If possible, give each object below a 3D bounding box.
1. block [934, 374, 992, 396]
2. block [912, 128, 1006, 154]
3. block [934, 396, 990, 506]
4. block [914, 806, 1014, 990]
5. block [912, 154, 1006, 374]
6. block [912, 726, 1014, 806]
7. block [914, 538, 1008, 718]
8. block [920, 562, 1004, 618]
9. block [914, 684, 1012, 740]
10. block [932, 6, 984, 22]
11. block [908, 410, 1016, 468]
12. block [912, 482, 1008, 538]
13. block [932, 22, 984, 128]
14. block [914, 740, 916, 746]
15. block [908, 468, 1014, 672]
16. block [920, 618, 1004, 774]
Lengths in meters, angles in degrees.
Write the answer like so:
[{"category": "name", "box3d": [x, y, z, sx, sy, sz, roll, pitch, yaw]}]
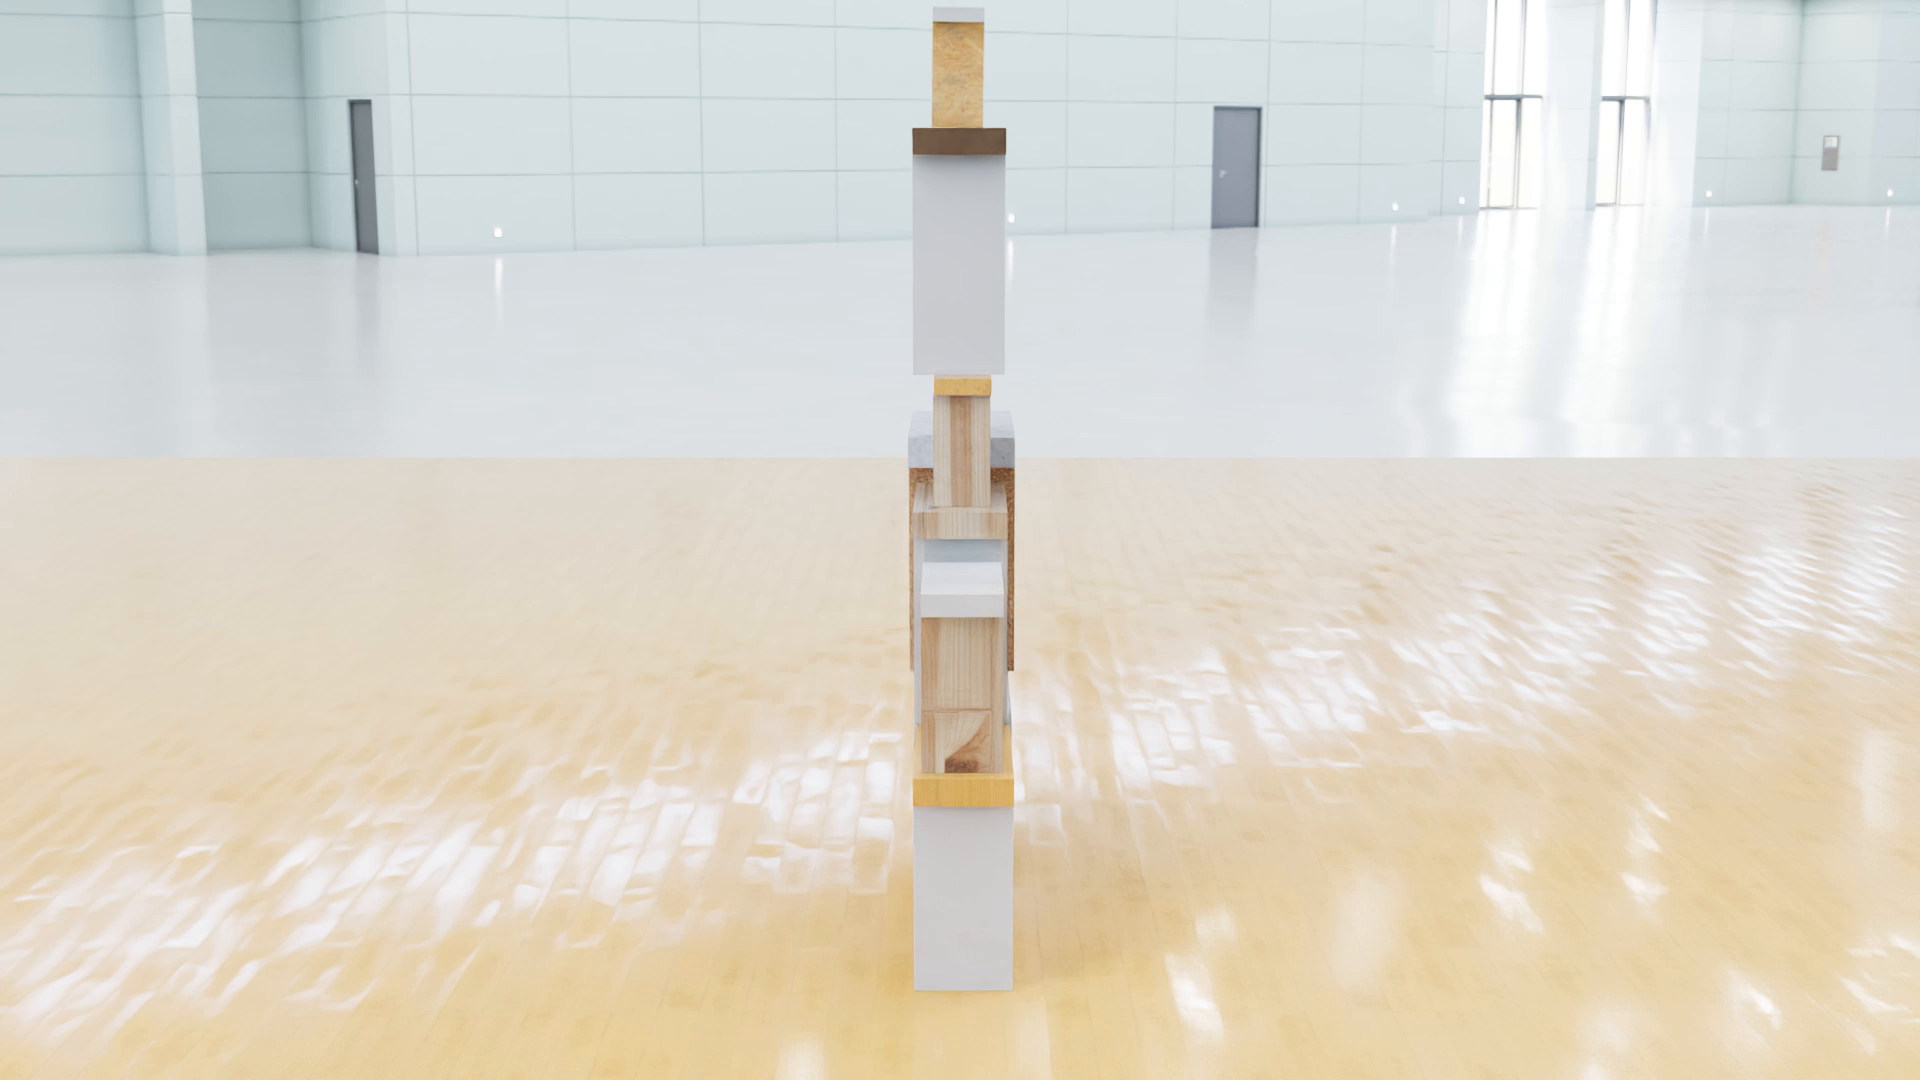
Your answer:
[{"category": "block", "box3d": [0.004, -0.249, 3.431, 0.088, 0.025, 0.175, 0, 11, 0]}, {"category": "block", "box3d": [-0.002, -0.625, 3.444, 0.141, 0.040, 0.283, 0, 11, -1]}, {"category": "block", "box3d": [0.003, -0.140, 3.392, 0.088, 0.175, 0.025, 0, 11, 0]}, {"category": "block", "box3d": [0.005, 0.520, 3.247, 0.146, 0.292, 0.041, 0, 11, 0]}, {"category": "block", "box3d": [-0.002, -0.423, 3.386, 0.141, 0.335, 0.040, 0, 11, -1]}, {"category": "block", "box3d": [0.005, 0.338, 3.313, 0.146, 0.041, 0.292, 0, 11, 0]}, {"category": "block", "box3d": [0.001, 0.132, 3.427, 0.144, 0.289, 0.041, 0, 11, 0]}, {"category": "block", "box3d": [0.003, 0.072, 3.241, 0.118, 0.034, 0.237, 0, 11, 0]}, {"category": "block", "box3d": [0.004, 0.267, 3.609, 0.153, 0.043, 0.307, 0, 11, 0]}, {"category": "block", "box3d": [-0.002, -0.811, 3.409, 0.079, 0.022, 0.157, 1, 10, 0]}, {"category": "block", "box3d": [0.003, -0.176, 3.800, 0.177, 0.050, 0.354, 0, 11, 0]}, {"category": "block", "box3d": [0.000, -0.048, 3.491, 0.144, 0.041, 0.289, 0, 11, 0]}, {"category": "block", "box3d": [-0.003, -0.713, 3.374, 0.079, 0.157, 0.022, 1, 11, -1]}, {"category": "block", "box3d": [0.004, 0.458, 3.541, 0.153, 0.307, 0.043, 0, 11, 0]}, {"category": "block", "box3d": [0.003, 0.044, 3.720, 0.177, 0.354, 0.050, 0, 11, 0]}, {"category": "block", "box3d": [0.003, 0.219, 3.188, 0.118, 0.237, 0.034, 0, 11, 0]}]
